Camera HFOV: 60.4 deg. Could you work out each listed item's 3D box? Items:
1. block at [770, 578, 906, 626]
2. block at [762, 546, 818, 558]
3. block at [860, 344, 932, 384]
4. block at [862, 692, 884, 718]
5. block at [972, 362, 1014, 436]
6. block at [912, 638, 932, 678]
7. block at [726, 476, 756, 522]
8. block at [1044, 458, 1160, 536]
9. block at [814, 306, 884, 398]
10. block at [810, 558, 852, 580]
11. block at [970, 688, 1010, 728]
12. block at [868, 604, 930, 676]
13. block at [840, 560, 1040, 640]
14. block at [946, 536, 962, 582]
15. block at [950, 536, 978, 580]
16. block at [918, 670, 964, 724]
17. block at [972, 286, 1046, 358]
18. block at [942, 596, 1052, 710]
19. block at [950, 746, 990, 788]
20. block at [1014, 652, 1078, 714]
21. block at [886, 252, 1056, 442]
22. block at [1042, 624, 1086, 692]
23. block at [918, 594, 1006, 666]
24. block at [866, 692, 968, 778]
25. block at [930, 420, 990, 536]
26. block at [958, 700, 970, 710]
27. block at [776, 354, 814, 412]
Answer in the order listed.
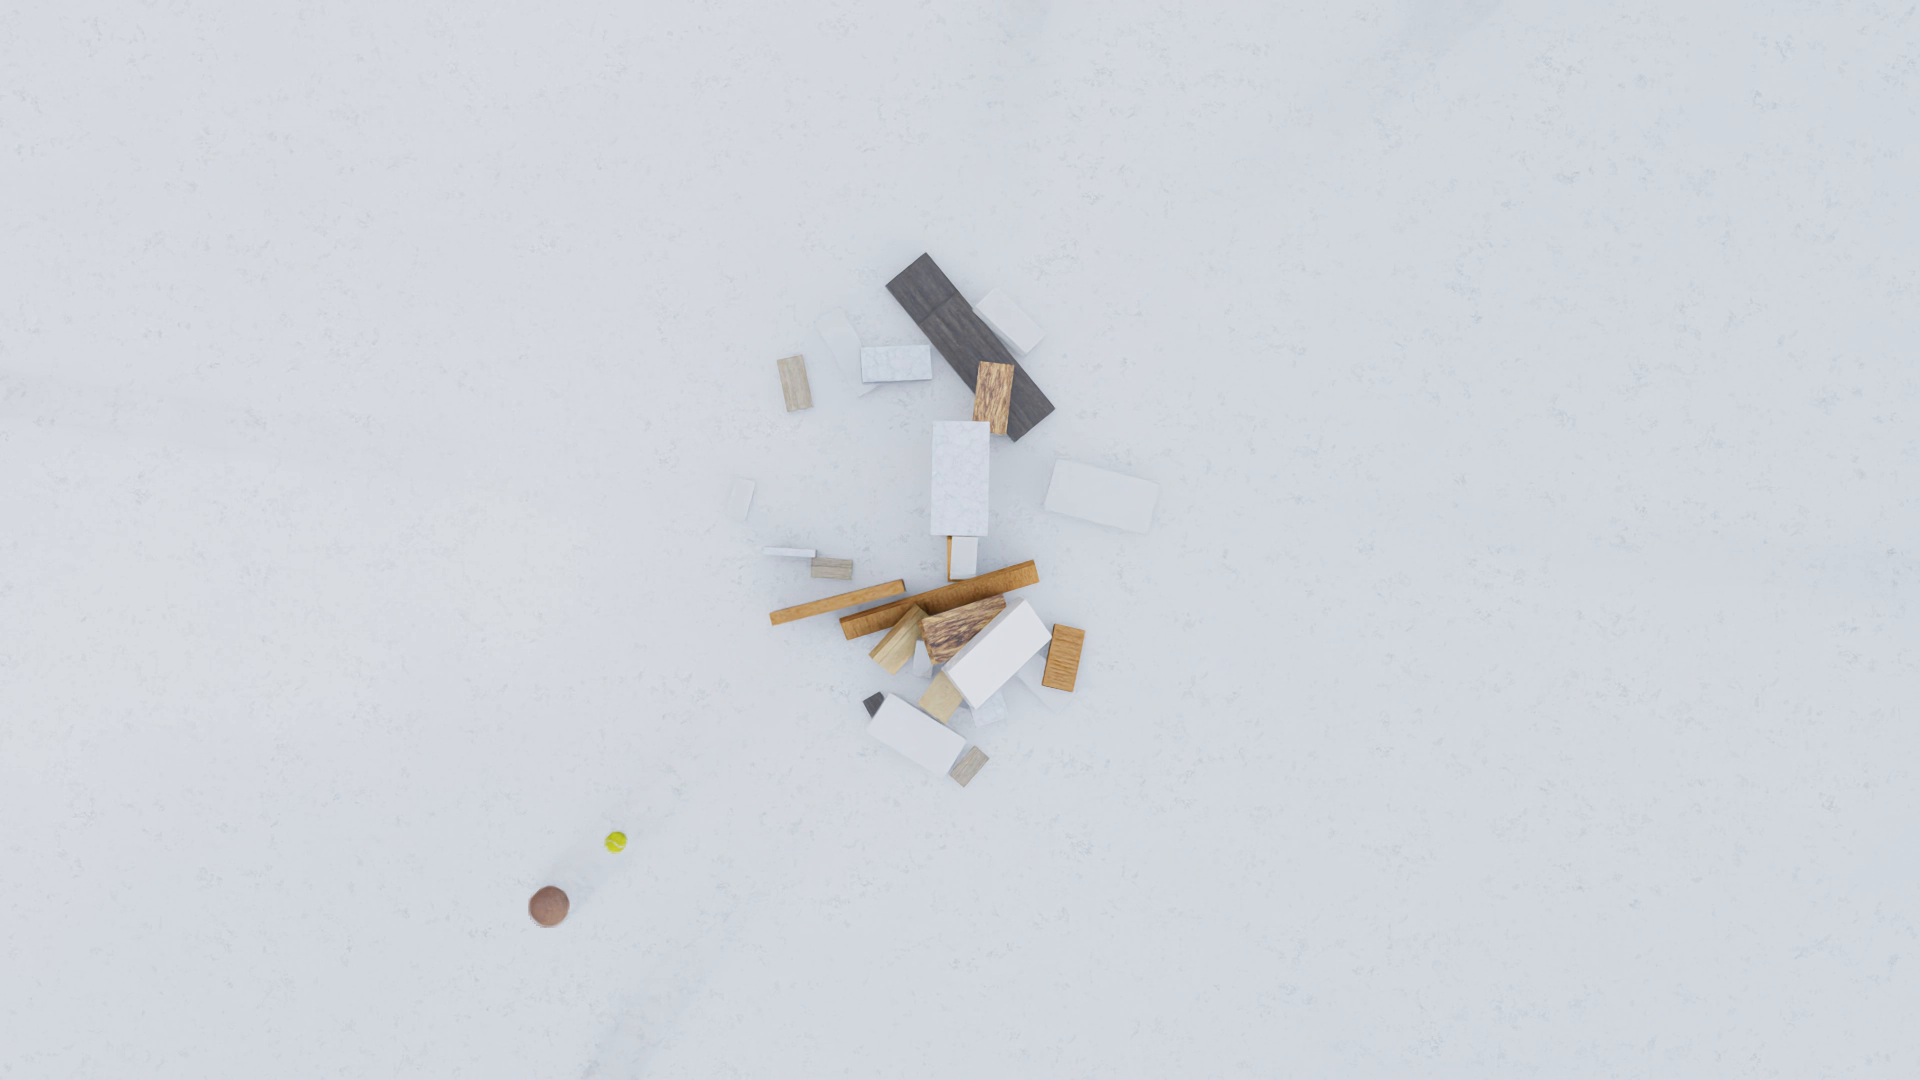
[{"bbox_3d":[-0.400,0.204,5.424,0.444,0.152,0.043,-14,90,0],"label":"block"},{"bbox_3d":[-0.564,0.039,5.456,0.175,0.088,0.025,3,90,0],"label":"block"},{"bbox_3d":[-0.212,-0.582,5.464,0.230,0.033,0.115,-3,86,-8],"label":"block"},{"bbox_3d":[-0.262,0.578,5.490,0.068,0.019,0.136,-29,90,0],"label":"block"},{"bbox_3d":[0.107,-0.466,5.434,0.115,0.033,0.230,7,90,0],"label":"block"},{"bbox_3d":[-0.119,0.391,5.468,0.065,0.018,0.130,8,112,0],"label":"block"},{"bbox_3d":[-0.729,-0.137,5.490,0.068,0.019,0.136,16,90,0],"label":"block"},{"bbox_3d":[0.469,-0.145,5.475,0.353,0.050,0.176,14,90,0],"label":"block"},{"bbox_3d":[-0.367,-0.625,5.485,0.104,0.029,0.291,-31,90,0],"label":"block"},{"bbox_3d":[-0.427,0.095,5.490,0.136,0.019,0.068,4,90,0],"label":"block"},{"bbox_3d":[0.072,0.493,5.459,0.115,0.033,0.230,-17,84,-4],"label":"block"},{"bbox_3d":[-0.184,0.330,5.451,0.230,0.033,0.115,-47,129,0],"label":"block"},{"bbox_3d":[-0.067,0.199,5.460,0.670,0.025,0.088,-17,135,0],"label":"block"},{"bbox_3d":[0.000,0.062,5.444,0.084,0.024,0.167,-1,123,0],"label":"block"},{"bbox_3d":[0.013,0.054,5.410,0.084,0.024,0.167,2,123,-2],"label":"block"},{"bbox_3d":[-0.029,0.479,5.424,0.115,0.033,0.230,35,83,2],"label":"block"},{"bbox_3d":[0.164,-0.722,5.459,0.230,0.033,0.115,43,62,0],"label":"block"},{"bbox_3d":[0.122,0.368,5.399,0.353,0.050,0.176,-42,117,-13],"label":"block"},{"bbox_3d":[0.031,0.754,5.491,0.065,0.018,0.130,42,90,0],"label":"block"},{"bbox_3d":[0.282,0.467,5.485,0.208,0.029,0.104,45,90,0],"label":"block"},{"bbox_3d":[0.034,-0.637,5.475,0.176,0.050,0.673,-40,90,0],"label":"block"},{"bbox_3d":[0.343,0.391,5.464,0.104,0.029,0.208,13,81,-6],"label":"block"},{"bbox_3d":[0.024,0.292,5.415,0.303,0.043,0.152,-17,86,-24],"label":"block"},{"bbox_3d":[-0.145,0.646,5.465,0.303,0.043,0.152,32,90,-5],"label":"block"},{"bbox_3d":[0.001,-0.191,5.121,0.176,0.050,0.353,1,90,0],"label":"block"},{"bbox_3d":[0.018,0.493,5.491,0.065,0.018,0.130,19,90,0],"label":"block"},{"bbox_3d":[-0.549,-0.521,5.488,0.088,0.025,0.176,-12,90,0],"label":"block"}]
